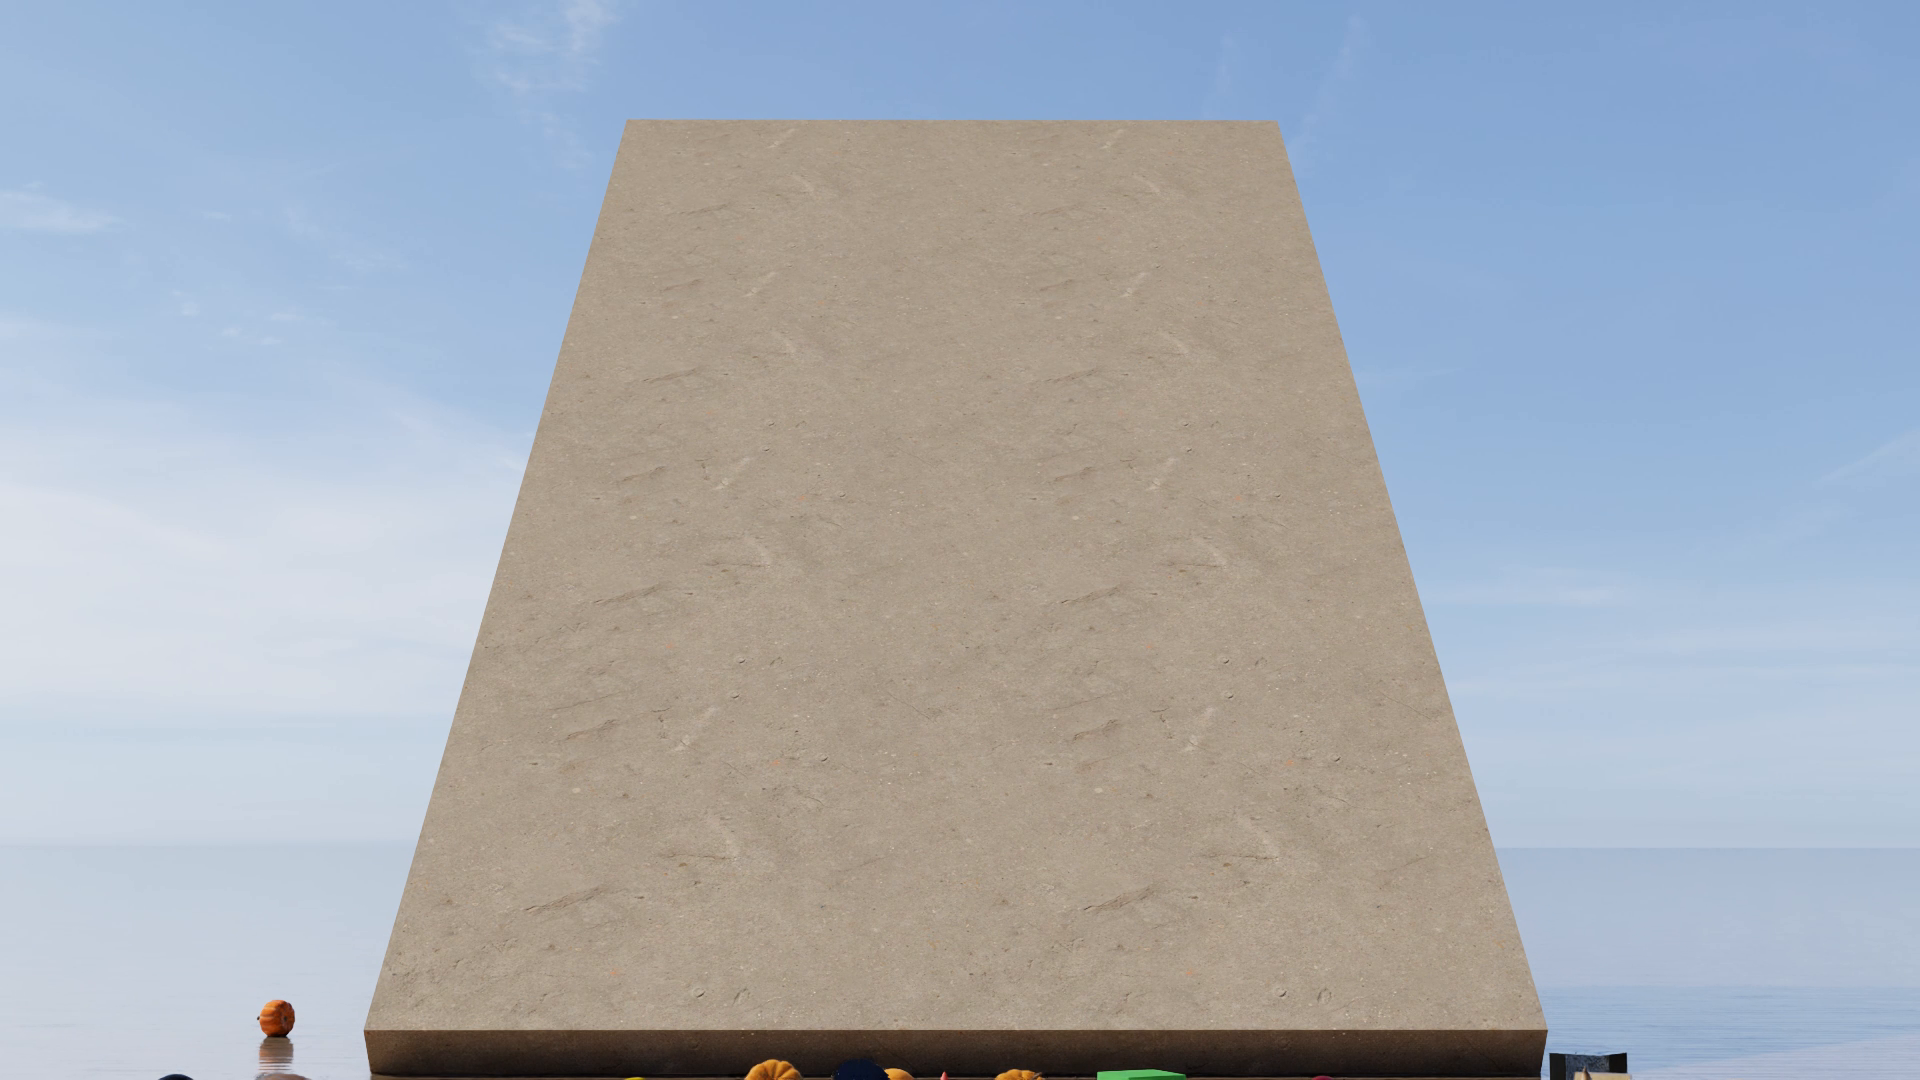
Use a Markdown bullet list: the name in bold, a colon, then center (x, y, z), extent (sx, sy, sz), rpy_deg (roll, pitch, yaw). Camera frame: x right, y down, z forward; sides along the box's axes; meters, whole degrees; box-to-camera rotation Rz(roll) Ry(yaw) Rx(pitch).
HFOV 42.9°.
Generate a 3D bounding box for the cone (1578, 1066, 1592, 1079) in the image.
- **cone**: center (0.852, 0.761, 3.327), extent (0.090, 0.090, 0.090), rpy_deg (0, -7, 0)

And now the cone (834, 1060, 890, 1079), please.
- **cone**: center (-0.157, 0.804, 3.486), extent (0.097, 0.097, 0.097), rpy_deg (4, -35, -30)

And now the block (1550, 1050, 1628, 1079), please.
- **block**: center (0.932, 0.802, 3.626), extent (0.082, 0.082, 0.082), rpy_deg (-6, -10, 43)

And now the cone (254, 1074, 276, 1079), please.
- **cone**: center (-1.030, 0.835, 3.659), extent (0.055, 0.055, 0.055), rpy_deg (-3, -34, 20)

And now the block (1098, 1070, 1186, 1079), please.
- **block**: center (0.242, 0.754, 3.256), extent (0.087, 0.087, 0.087), rpy_deg (3, -8, -25)

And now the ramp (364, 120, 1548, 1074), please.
- **ramp**: center (-0.015, -0.190, 5.850), extent (2.000, 0.100, 4.000), rpy_deg (0, 32, 0)

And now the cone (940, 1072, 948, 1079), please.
- **cone**: center (-0.020, 0.750, 3.243), extent (0.091, 0.091, 0.091), rpy_deg (0, -7, 0)

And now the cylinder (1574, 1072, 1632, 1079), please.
- **cylinder**: center (0.894, 0.777, 3.394), extent (0.074, 0.074, 0.074), rpy_deg (-2, -7, 19)
